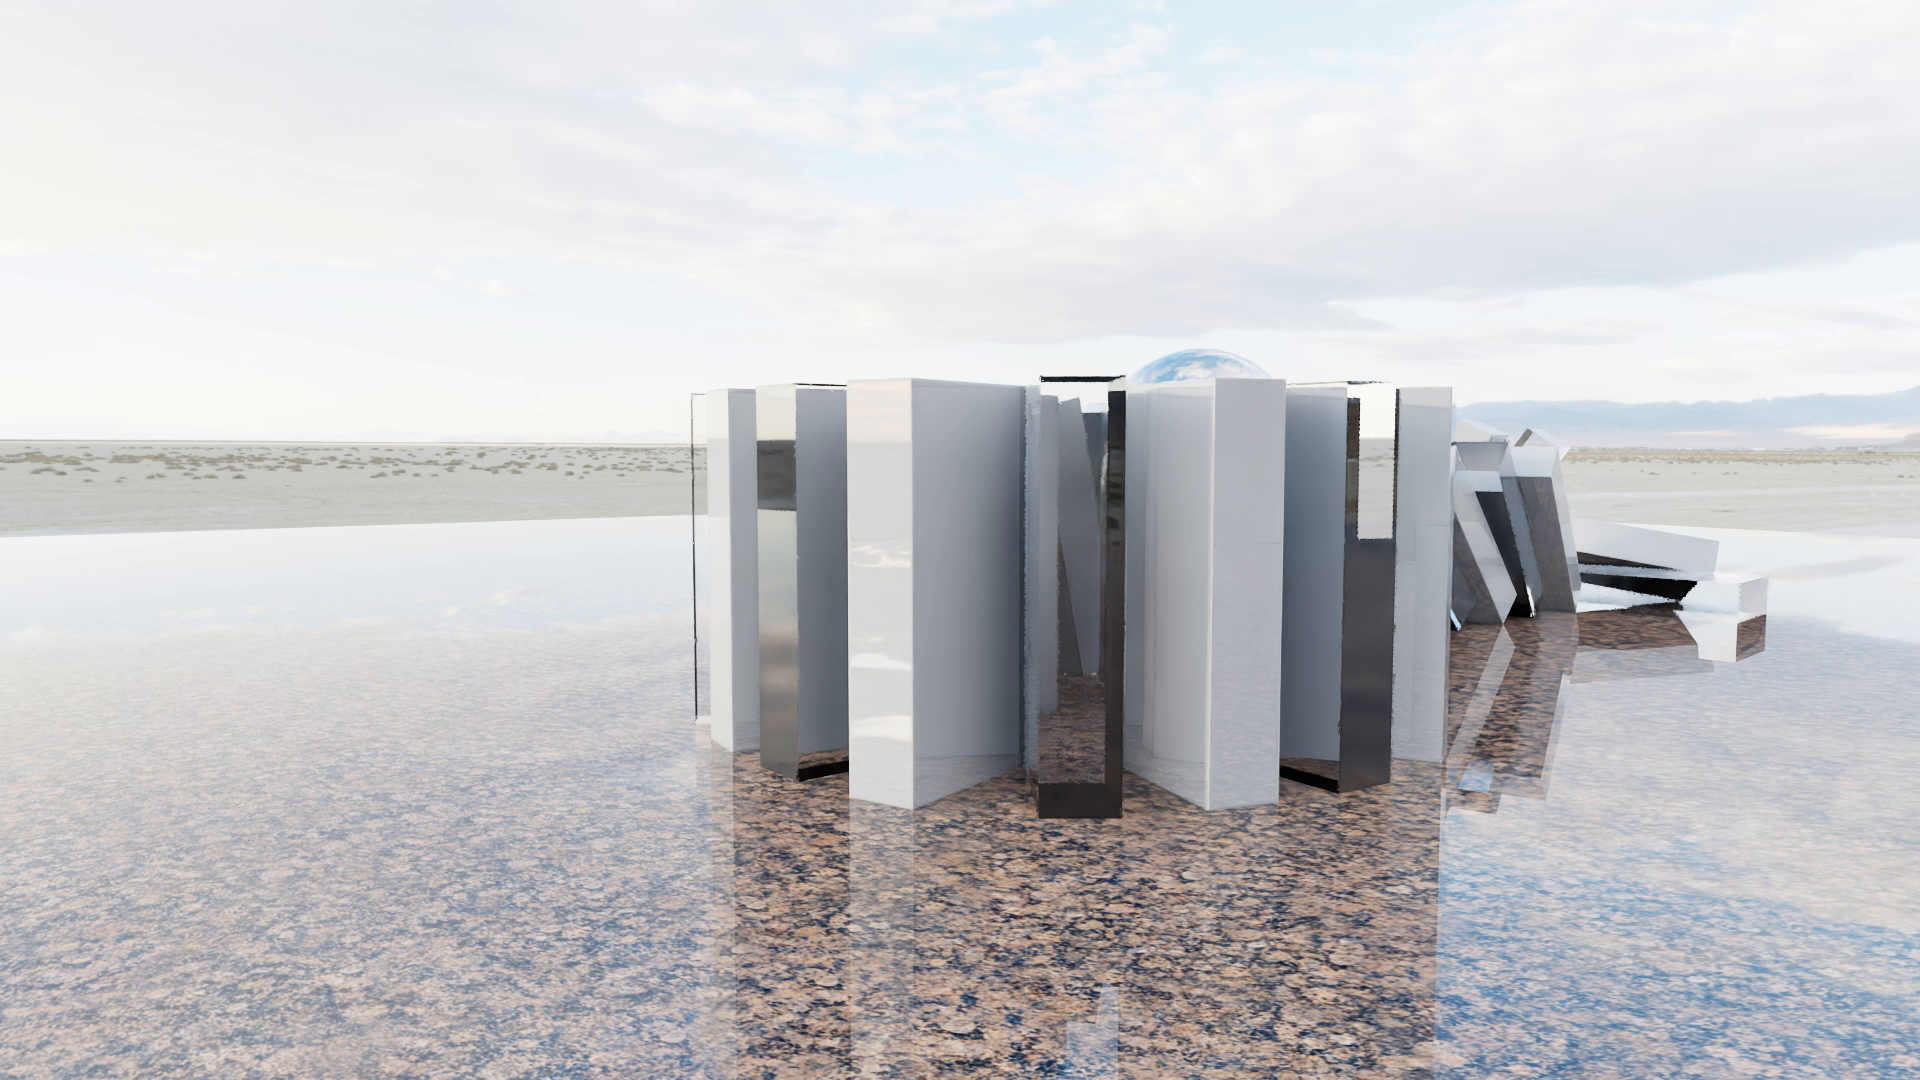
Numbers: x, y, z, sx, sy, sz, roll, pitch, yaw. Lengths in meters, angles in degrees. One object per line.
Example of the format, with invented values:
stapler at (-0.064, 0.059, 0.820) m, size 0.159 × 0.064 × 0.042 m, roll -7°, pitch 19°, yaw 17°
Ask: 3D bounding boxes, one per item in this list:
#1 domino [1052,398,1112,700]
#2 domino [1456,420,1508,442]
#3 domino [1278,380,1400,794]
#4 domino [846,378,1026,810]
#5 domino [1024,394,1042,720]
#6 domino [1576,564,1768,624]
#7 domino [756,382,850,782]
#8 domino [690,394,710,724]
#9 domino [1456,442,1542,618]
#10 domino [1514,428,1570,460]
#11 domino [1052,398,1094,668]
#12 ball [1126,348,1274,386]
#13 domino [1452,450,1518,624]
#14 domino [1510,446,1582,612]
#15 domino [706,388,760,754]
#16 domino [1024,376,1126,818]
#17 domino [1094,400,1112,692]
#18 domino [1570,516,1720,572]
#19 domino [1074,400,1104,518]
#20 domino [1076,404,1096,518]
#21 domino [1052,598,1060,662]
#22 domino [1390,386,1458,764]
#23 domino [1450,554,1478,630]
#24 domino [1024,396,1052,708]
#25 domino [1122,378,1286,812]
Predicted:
domino at (0.015, 0.001, 0.224) m, size 0.009 × 0.050 × 0.025 m, roll -3°, pitch 6°, yaw -29°
domino at (0.140, -0.010, 0.373) m, size 0.010 × 0.050 × 0.025 m, roll 31°, pitch 20°, yaw 27°
domino at (0.043, 0.005, 0.167) m, size 0.009 × 0.050 × 0.025 m, roll -3°, pitch 5°, yaw -33°
domino at (-0.002, 0.006, 0.160) m, size 0.010 × 0.050 × 0.025 m, roll 3°, pitch 5°, yaw 34°
domino at (0.000, 0.002, 0.200) m, size 0.025 × 0.050 × 0.010 m, roll 0°, pitch 5°, yaw 1°
domino at (0.176, 0.013, 0.331) m, size 0.025 × 0.009 × 0.050 m, roll -4°, pitch 6°, yaw -44°
domino at (-0.014, 0.005, 0.172) m, size 0.025 × 0.050 × 0.010 m, roll -3°, pitch 6°, yaw -39°
domino at (-0.029, 0.003, 0.200) m, size 0.025 × 0.050 × 0.010 m, roll -1°, pitch 4°, yaw -8°
domino at (0.122, -0.002, 0.309) m, size 0.025 × 0.050 × 0.010 m, roll 4°, pitch 49°, yaw 38°
domino at (0.151, -0.008, 0.364) m, size 0.009 × 0.050 × 0.025 m, roll 40°, pitch 23°, yaw 24°
domino at (0.015, -0.002, 0.252) m, size 0.009 × 0.050 × 0.025 m, roll -18°, pitch 14°, yaw -33°
ball at (0.095, -0.036, 0.507) m, size 0.080 × 0.080 × 0.080 m, roll 0°, pitch 4°, yaw 0°
domino at (0.110, -0.002, 0.301) m, size 0.025 × 0.050 × 0.009 m, roll 5°, pitch 49°, yaw 47°
domino at (0.137, -0.002, 0.318) m, size 0.025 × 0.009 × 0.050 m, roll 3°, pitch -39°, yaw 35°
domino at (-0.023, 0.004, 0.185) m, size 0.025 × 0.050 × 0.010 m, roll -2°, pitch 5°, yaw -29°
domino at (0.013, 0.006, 0.156) m, size 0.009 × 0.050 × 0.025 m, roll 0°, pitch 4°, yaw -1°
domino at (0.030, 0.000, 0.228) m, size 0.010 × 0.050 × 0.025 m, roll 0°, pitch 4°, yaw -1°
domino at (0.177, 0.003, 0.353) m, size 0.050 × 0.010 × 0.025 m, roll 12°, pitch -12°, yaw 21°
domino at (0.025, -0.002, 0.257) m, size 0.010 × 0.050 × 0.025 m, roll -18°, pitch 13°, yaw -30°
domino at (0.034, -0.002, 0.261) m, size 0.009 × 0.050 × 0.025 m, roll -18°, pitch 13°, yaw -28°
domino at (0.005, -0.001, 0.247) m, size 0.009 × 0.050 × 0.025 m, roll -15°, pitch 12°, yaw -34°
domino at (0.055, 0.004, 0.178) m, size 0.025 × 0.050 × 0.010 m, roll 2°, pitch 5°, yaw 25°
domino at (0.096, -0.001, 0.294) m, size 0.010 × 0.050 × 0.025 m, roll -48°, pitch 27°, yaw -22°
domino at (0.002, 0.001, 0.214) m, size 0.025 × 0.050 × 0.009 m, roll 2°, pitch 5°, yaw 24°
domino at (0.029, 0.006, 0.160) m, size 0.010 × 0.050 × 0.025 m, roll -2°, pitch 5°, yaw -21°
